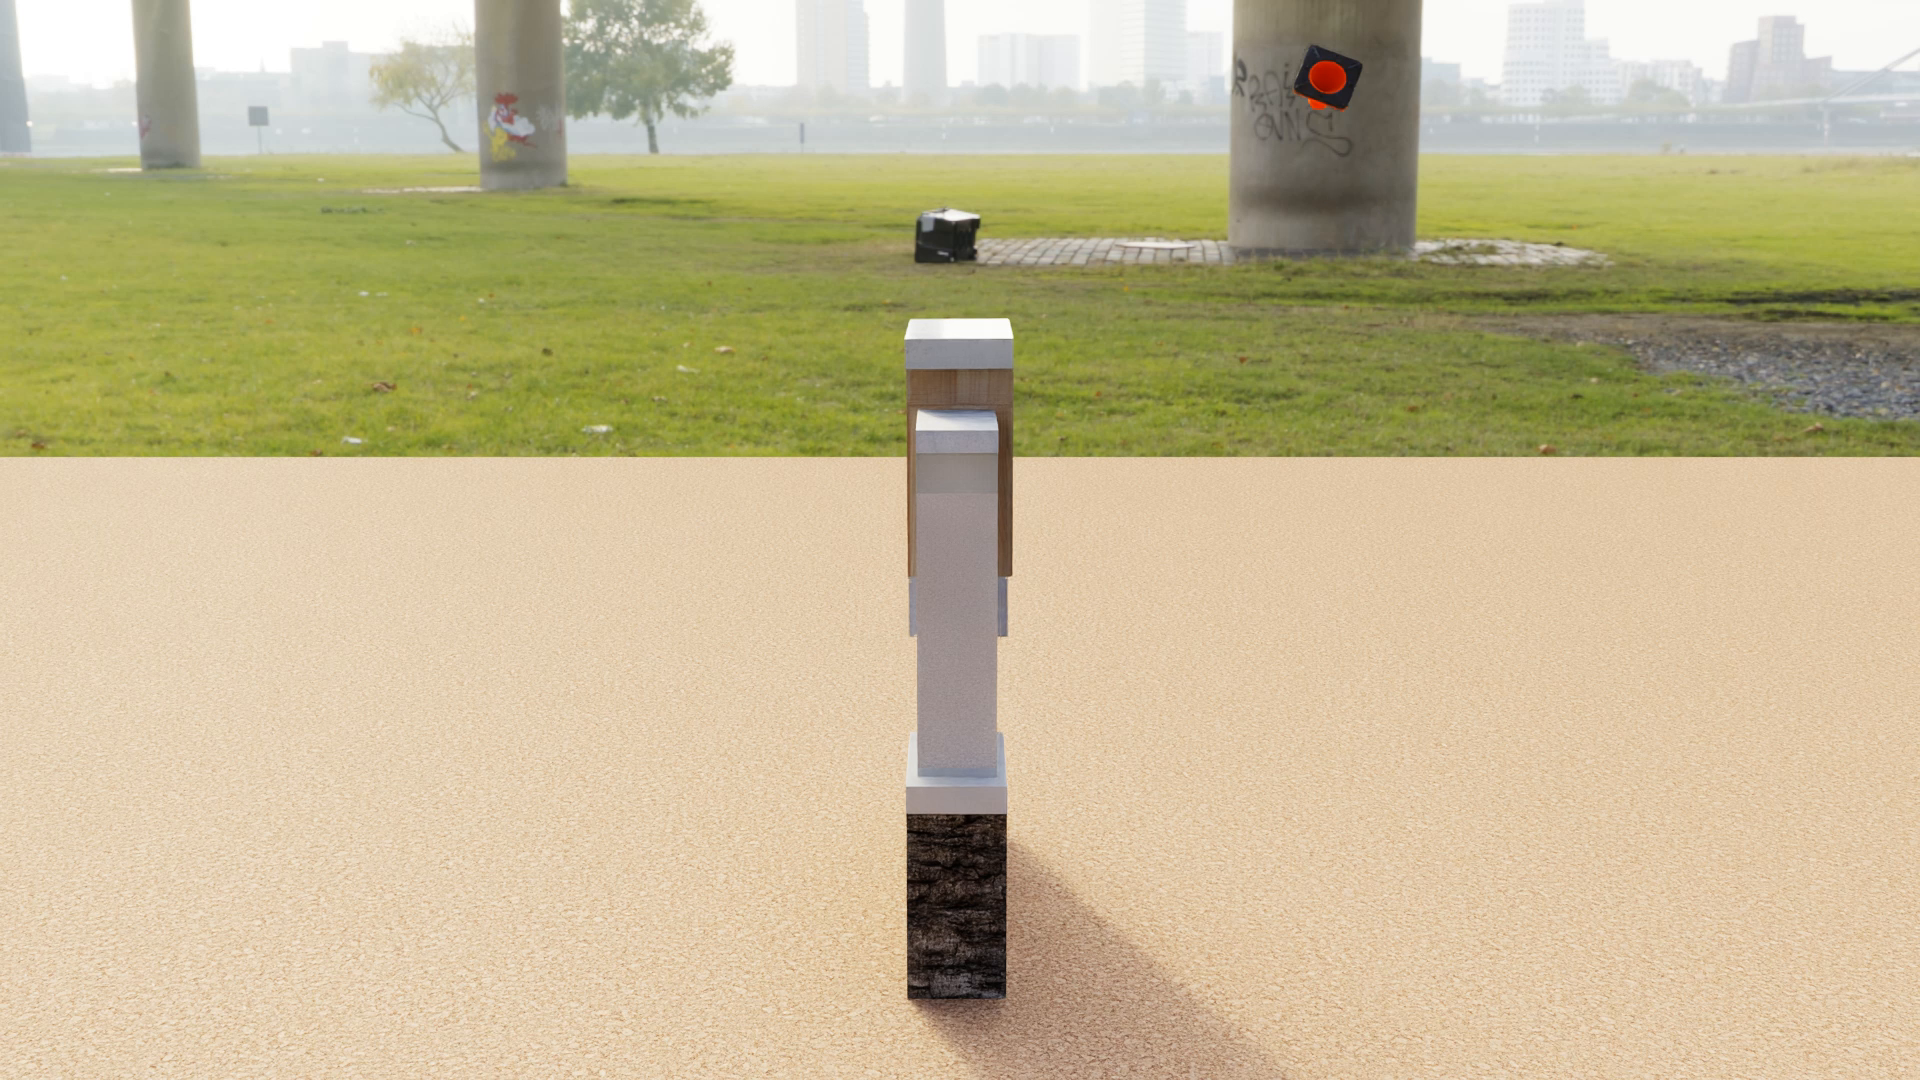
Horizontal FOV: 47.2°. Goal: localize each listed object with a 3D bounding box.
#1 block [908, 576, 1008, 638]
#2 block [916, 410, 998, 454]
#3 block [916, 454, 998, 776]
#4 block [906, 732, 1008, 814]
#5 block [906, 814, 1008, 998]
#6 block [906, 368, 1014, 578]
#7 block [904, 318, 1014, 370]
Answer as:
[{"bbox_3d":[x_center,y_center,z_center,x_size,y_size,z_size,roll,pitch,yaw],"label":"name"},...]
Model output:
[{"bbox_3d":[-0.004,-0.075,3.593,0.162,0.467,0.046,0,9,0],"label":"block"},{"bbox_3d":[-0.005,-0.158,3.184,0.115,0.033,0.230,0,11,0],"label":"block"},{"bbox_3d":[-0.004,0.106,3.155,0.115,0.476,0.033,0,11,0],"label":"block"},{"bbox_3d":[-0.005,0.345,3.282,0.145,0.041,0.291,0,11,0],"label":"block"},{"bbox_3d":[-0.005,0.526,3.217,0.145,0.291,0.041,0,11,0],"label":"block"},{"bbox_3d":[0.000,-0.106,3.371,0.162,0.323,0.046,0,10,0],"label":"block"},{"bbox_3d":[-0.001,-0.309,3.444,0.162,0.046,0.323,0,11,0],"label":"block"}]
